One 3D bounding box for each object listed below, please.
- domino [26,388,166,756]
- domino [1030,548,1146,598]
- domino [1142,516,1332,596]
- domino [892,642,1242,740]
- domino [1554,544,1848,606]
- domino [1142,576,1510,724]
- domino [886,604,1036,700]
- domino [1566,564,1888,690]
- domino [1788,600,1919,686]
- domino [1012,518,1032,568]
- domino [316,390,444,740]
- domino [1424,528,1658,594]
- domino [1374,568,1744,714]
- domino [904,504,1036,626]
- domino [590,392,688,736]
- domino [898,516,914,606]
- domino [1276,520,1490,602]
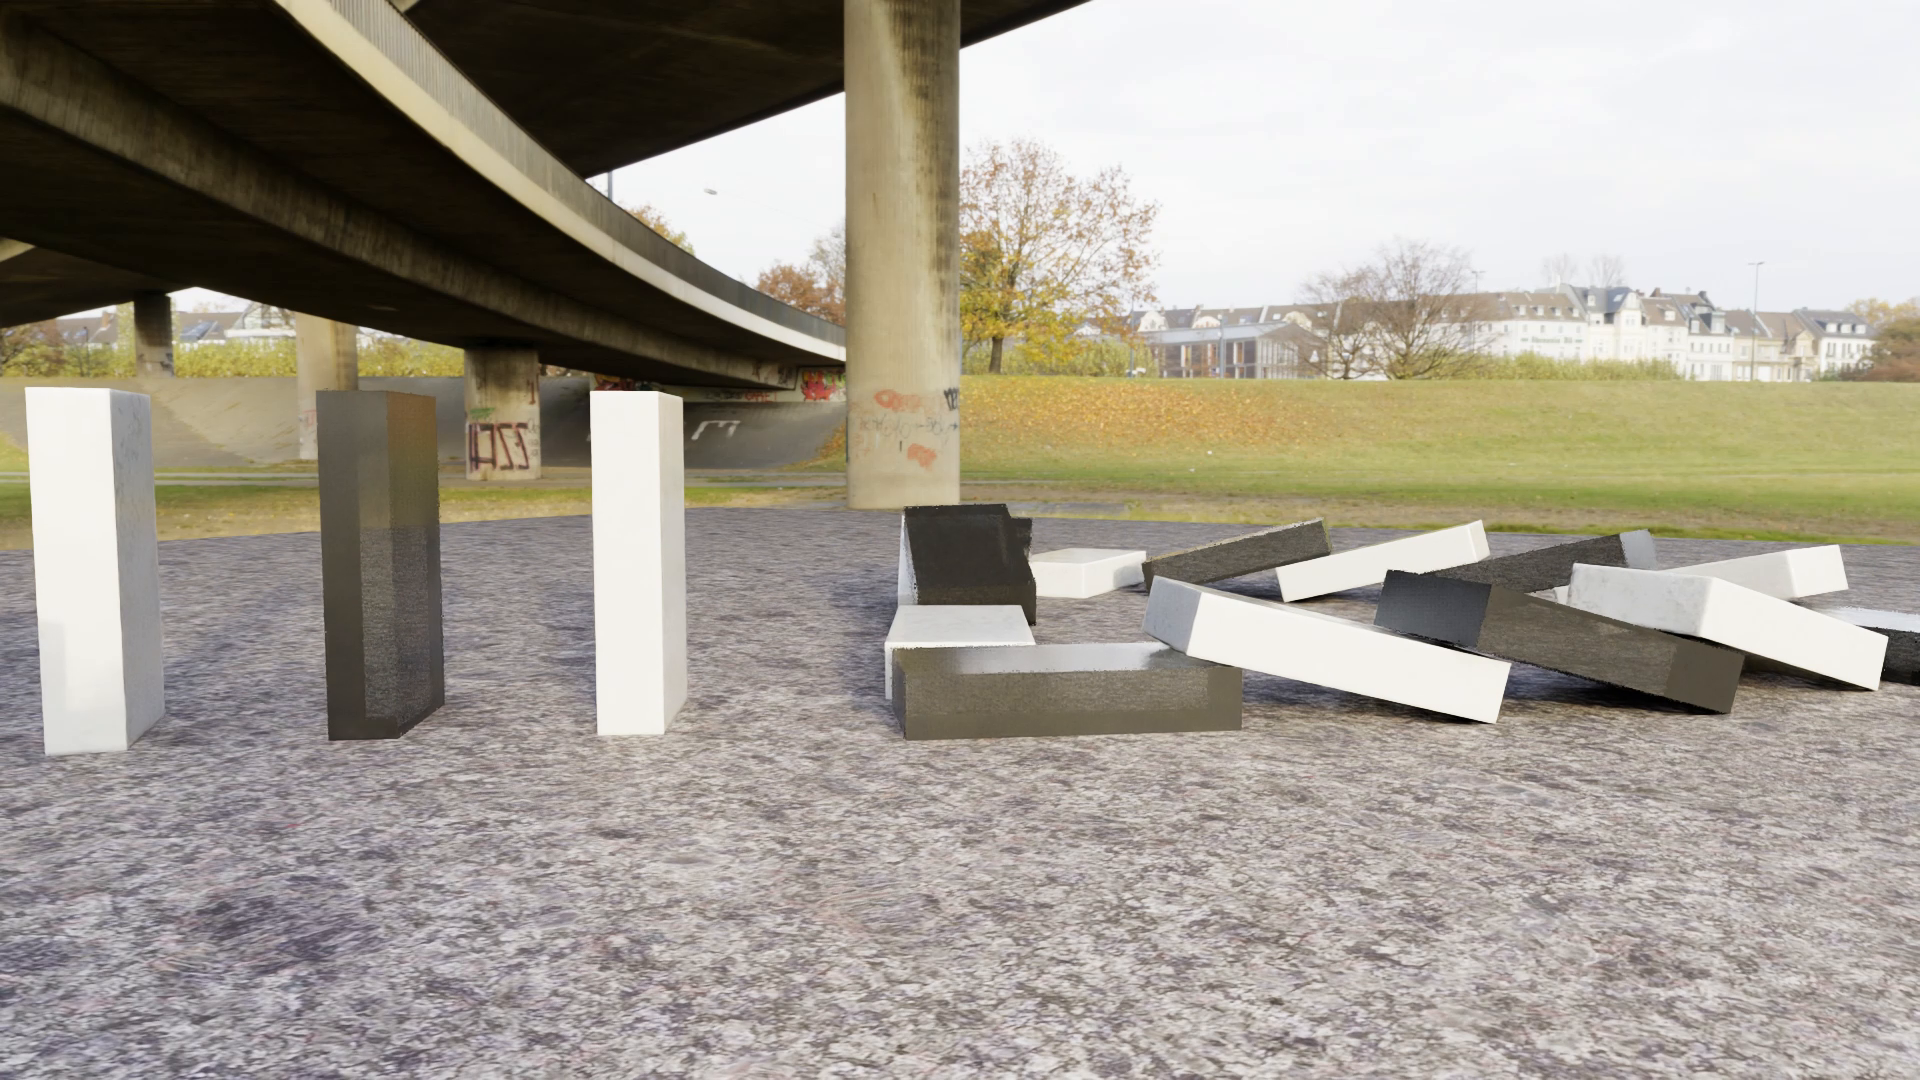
[{"bbox_3d":[-0.125,0.004,0.186,0.009,0.050,0.025,-2,5,-21],"label":"domino"},{"bbox_3d":[0.035,0.009,0.380,0.025,0.009,0.050,2,5,28],"label":"domino"},{"bbox_3d":[0.078,0.004,0.362,0.050,0.009,0.025,-14,0,18],"label":"domino"},{"bbox_3d":[0.015,0.023,0.199,0.050,0.010,0.025,-1,4,-8],"label":"domino"},{"bbox_3d":[0.163,0.011,0.284,0.025,0.009,0.050,-3,-9,-36],"label":"domino"},{"bbox_3d":[0.057,0.017,0.204,0.050,0.009,0.025,13,2,-8],"label":"domino"},{"bbox_3d":[0.000,0.020,0.239,0.025,0.010,0.050,0,4,0],"label":"domino"},{"bbox_3d":[0.132,0.015,0.221,0.050,0.010,0.025,14,-2,-27],"label":"domino"},{"bbox_3d":[0.174,0.020,0.243,0.025,0.009,0.050,-2,5,-24],"label":"domino"},{"bbox_3d":[0.006,0.006,0.345,0.025,0.009,0.050,0,18,5],"label":"domino"},{"bbox_3d":[-0.087,0.003,0.195,0.010,0.050,0.025,-1,4,-7],"label":"domino"},{"bbox_3d":[0.141,0.008,0.317,0.050,0.010,0.025,-16,-8,42],"label":"domino"},{"bbox_3d":[0.096,0.016,0.207,0.050,0.009,0.025,14,0,-18],"label":"domino"},{"bbox_3d":[0.001,0.005,0.292,0.025,0.009,0.050,-2,22,-5],"label":"domino"},{"bbox_3d":[-0.049,0.003,0.198,0.009,0.050,0.025,0,4,-4],"label":"domino"},{"bbox_3d":[-0.002,0.007,0.312,0.025,0.009,0.050,0,22,-1],"label":"domino"},{"bbox_3d":[0.113,0.006,0.344,0.050,0.009,0.025,-15,-4,29],"label":"domino"}]
